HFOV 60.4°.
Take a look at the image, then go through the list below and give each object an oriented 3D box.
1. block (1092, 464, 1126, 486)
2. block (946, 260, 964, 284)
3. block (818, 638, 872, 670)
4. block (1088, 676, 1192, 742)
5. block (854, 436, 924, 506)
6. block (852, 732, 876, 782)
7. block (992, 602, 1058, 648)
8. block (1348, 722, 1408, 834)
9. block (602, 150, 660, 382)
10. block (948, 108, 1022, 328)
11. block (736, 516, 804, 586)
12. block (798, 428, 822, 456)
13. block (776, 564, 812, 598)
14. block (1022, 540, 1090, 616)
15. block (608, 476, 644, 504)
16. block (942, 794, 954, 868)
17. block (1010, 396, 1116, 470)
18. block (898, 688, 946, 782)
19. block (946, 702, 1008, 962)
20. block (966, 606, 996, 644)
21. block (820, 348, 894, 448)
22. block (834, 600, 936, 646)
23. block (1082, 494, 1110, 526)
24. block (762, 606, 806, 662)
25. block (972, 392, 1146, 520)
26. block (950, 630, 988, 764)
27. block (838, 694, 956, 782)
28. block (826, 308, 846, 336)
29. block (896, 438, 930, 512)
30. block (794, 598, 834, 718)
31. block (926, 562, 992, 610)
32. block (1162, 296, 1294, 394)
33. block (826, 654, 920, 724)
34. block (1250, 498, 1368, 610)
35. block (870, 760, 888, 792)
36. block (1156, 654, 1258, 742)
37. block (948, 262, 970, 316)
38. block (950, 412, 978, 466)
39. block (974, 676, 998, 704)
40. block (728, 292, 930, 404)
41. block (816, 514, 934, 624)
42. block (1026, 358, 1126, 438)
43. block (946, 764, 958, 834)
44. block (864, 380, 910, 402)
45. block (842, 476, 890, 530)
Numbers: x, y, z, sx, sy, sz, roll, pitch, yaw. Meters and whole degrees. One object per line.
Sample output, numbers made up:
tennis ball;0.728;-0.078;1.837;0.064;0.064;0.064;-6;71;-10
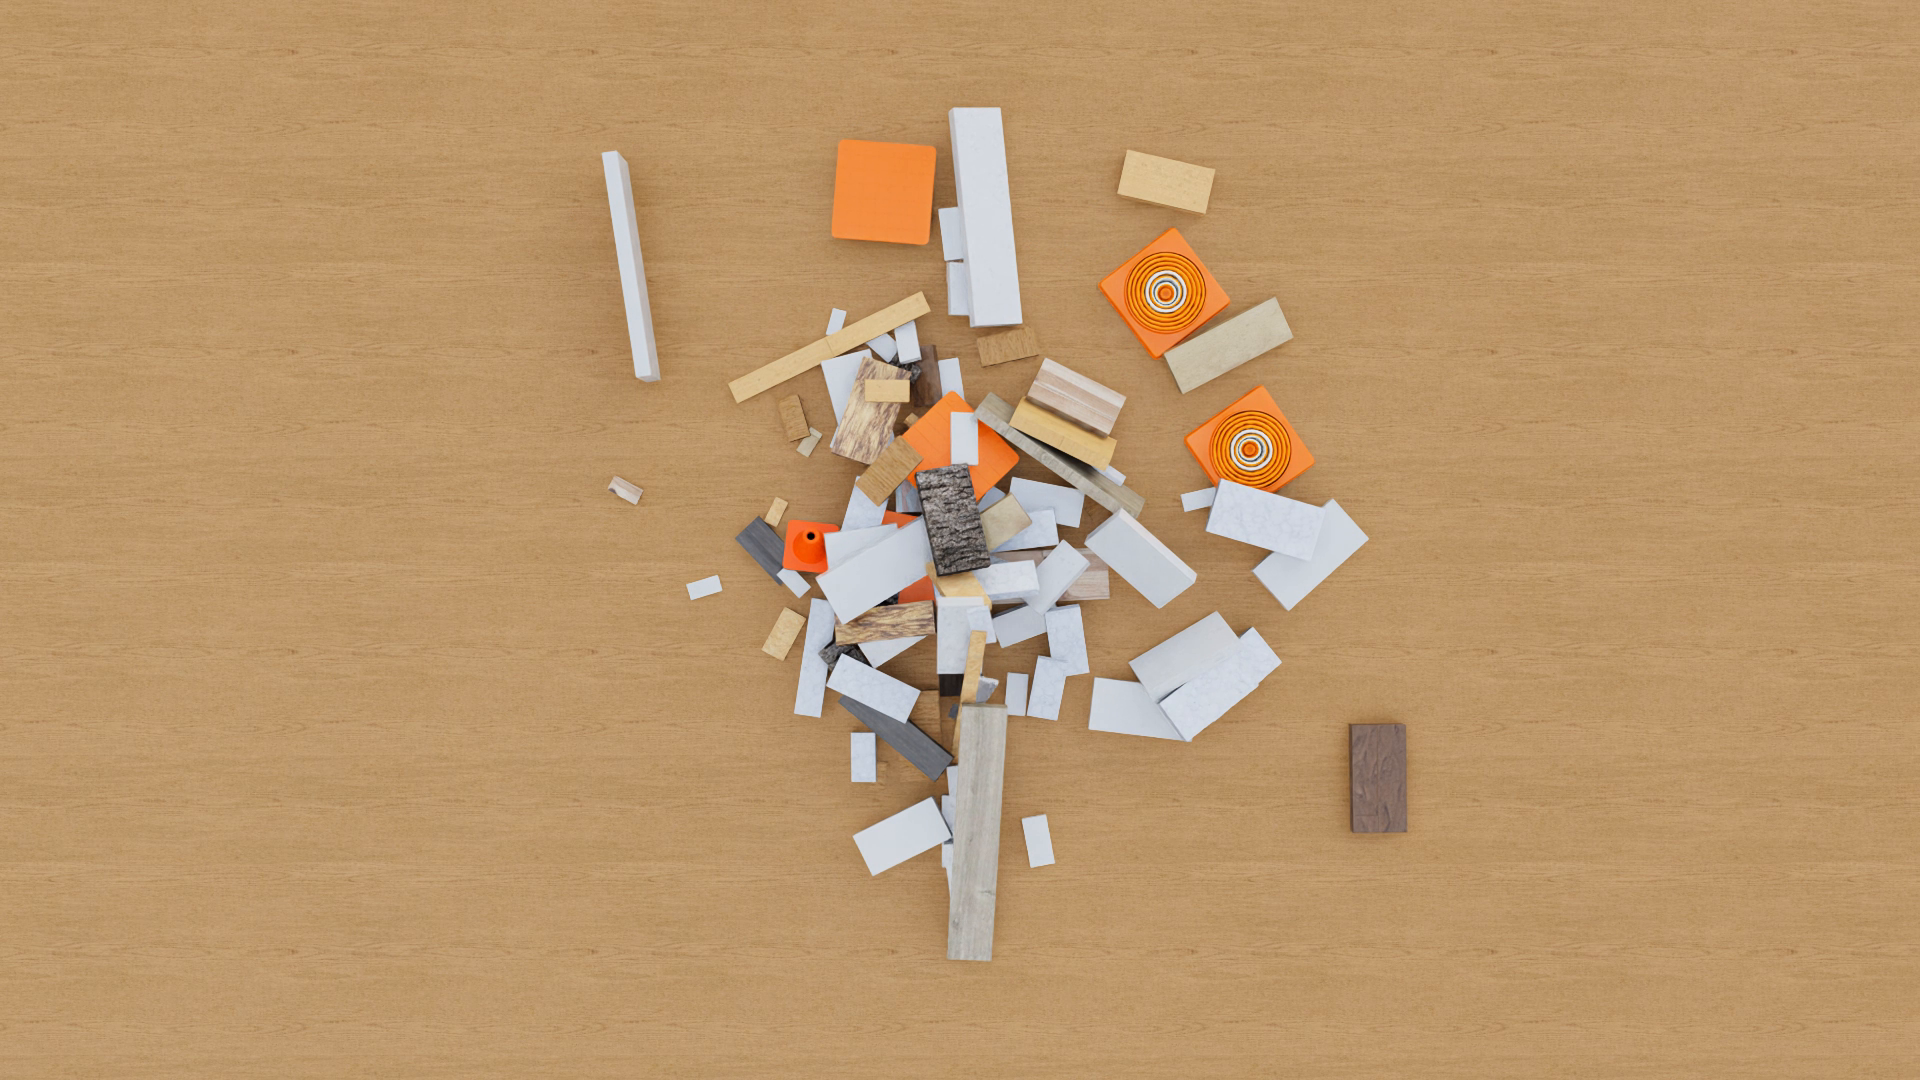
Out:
block;0.493;-0.227;5.470;0.117;0.059;0.017;35;118;0
block;-0.003;-0.939;5.488;0.086;0.024;0.171;1;90;0
block;-0.363;0.414;5.433;0.102;0.029;0.204;-43;90;-9
block;0.606;0.561;5.476;0.343;0.049;0.171;7;90;0
block;-0.230;-0.222;5.335;0.110;0.031;0.220;45;109;2
block;-0.319;0.721;5.480;0.081;0.023;0.163;-1;89;10
block;0.221;0.267;5.456;0.220;0.031;0.110;-21;109;6
block;1.387;0.790;5.475;0.178;0.050;0.356;-1;90;0
block;-1.077;-0.892;5.413;0.049;0.173;0.733;-9;90;0
block;0.084;-1.065;5.448;0.167;0.047;0.716;-6;90;-21
block;-0.634;0.036;5.485;0.108;0.031;0.217;-44;90;0
block;-0.501;-0.325;5.494;0.045;0.013;0.091;32;90;0
block;-0.550;0.135;5.462;0.054;0.015;0.108;-43;90;0
block;0.304;0.124;5.408;0.235;0.033;0.117;-47;63;-2
block;-1.113;-0.166;5.492;0.108;0.015;0.054;28;90;0
block;-0.001;0.966;5.483;0.118;0.034;0.237;0;90;0
block;0.340;-0.352;5.411;0.347;0.173;0.049;26;116;0
block;-0.135;0.648;5.479;0.148;0.042;0.295;-4;90;0
block;0.055;0.958;5.384;0.148;0.042;0.874;3;102;-1
block;0.068;0.267;5.142;0.069;0.020;0.139;-10;128;5
block;-0.335;-0.448;5.457;0.167;0.047;0.334;-15;87;-6
block;-0.243;0.271;5.375;0.334;0.031;0.108;-8;77;13
block;0.447;-0.109;5.492;0.058;0.017;0.117;-35;90;0
block;-0.585;0.312;5.488;0.081;0.023;0.163;29;90;0
block;0.329;-0.270;5.422;0.629;0.153;0.043;35;116;0
block;0.025;0.512;5.314;0.049;0.014;0.581;6;128;-3
block;-0.211;0.625;5.443;0.418;0.029;0.102;38;99;10
block;-0.412;-0.722;5.494;0.045;0.013;0.091;16;90;0
block;-0.156;-0.213;5.450;0.120;0.034;0.240;-2;90;-37
block;-0.476;0.389;5.463;0.087;0.025;0.386;9;90;0
block;-0.005;0.149;5.283;0.121;0.034;0.241;-19;50;-17
block;0.885;-0.645;5.463;0.412;0.042;0.149;-27;103;0
block;-0.284;0.486;5.403;0.286;0.033;0.117;26;82;-3
block;1.160;0.049;5.475;0.356;0.050;0.178;-42;90;0
block;-0.271;0.786;5.493;0.049;0.014;0.097;7;90;0
block;0.809;0.505;5.388;0.305;0.043;0.153;-36;90;-10
block;0.003;-0.828;5.449;0.086;0.024;0.171;-1;90;-21
block;0.013;-0.329;5.384;0.087;0.025;0.175;2;78;-10
block;0.065;0.504;5.438;0.069;0.020;0.139;14;132;-19
block;-0.433;-0.638;5.474;0.712;0.020;0.072;-25;90;2
block;-0.249;0.095;5.358;0.411;0.049;0.171;-31;102;-7
block;0.384;-0.470;5.456;0.299;0.042;0.149;26;71;0
block;0.026;0.860;5.450;0.118;0.034;0.237;-6;90;0
block;-0.238;-0.486;5.387;0.144;0.020;0.072;0;86;-5
block;-0.313;-0.079;5.412;0.120;0.034;0.240;17;94;-2
